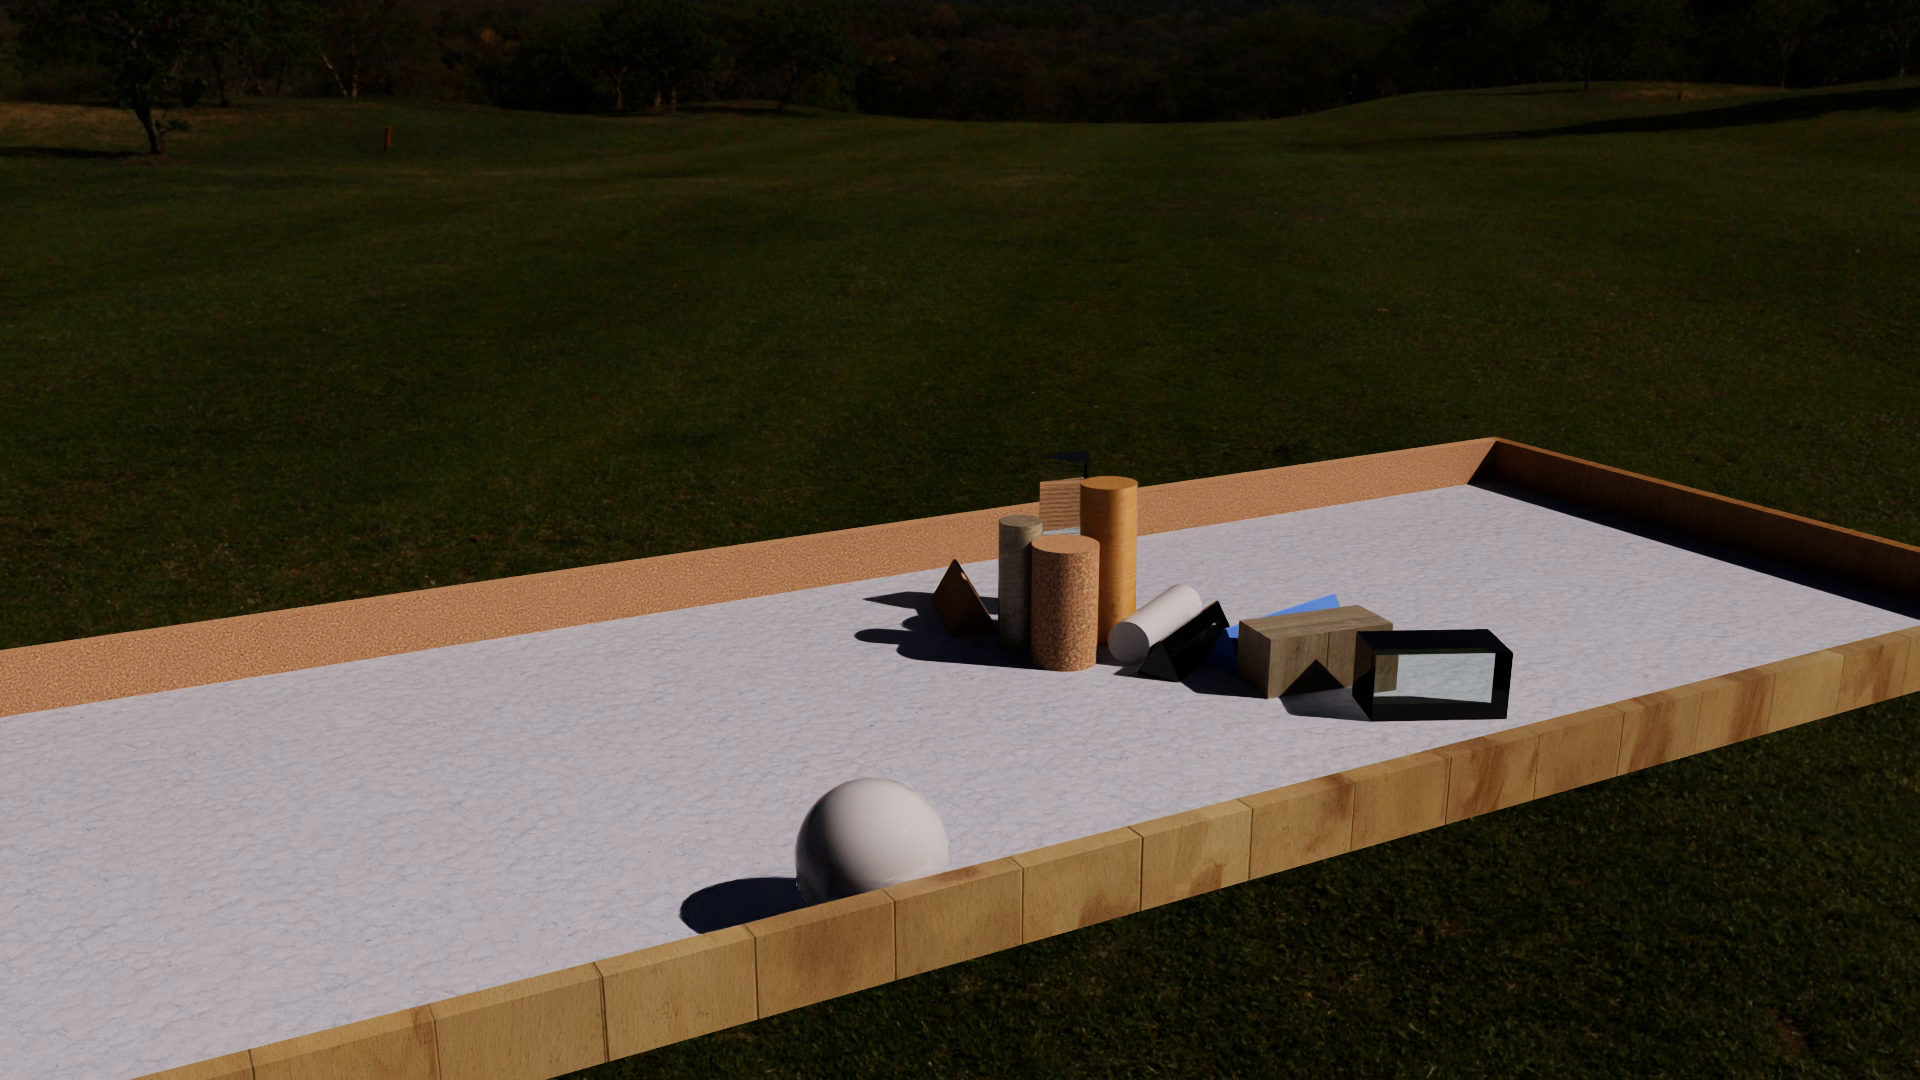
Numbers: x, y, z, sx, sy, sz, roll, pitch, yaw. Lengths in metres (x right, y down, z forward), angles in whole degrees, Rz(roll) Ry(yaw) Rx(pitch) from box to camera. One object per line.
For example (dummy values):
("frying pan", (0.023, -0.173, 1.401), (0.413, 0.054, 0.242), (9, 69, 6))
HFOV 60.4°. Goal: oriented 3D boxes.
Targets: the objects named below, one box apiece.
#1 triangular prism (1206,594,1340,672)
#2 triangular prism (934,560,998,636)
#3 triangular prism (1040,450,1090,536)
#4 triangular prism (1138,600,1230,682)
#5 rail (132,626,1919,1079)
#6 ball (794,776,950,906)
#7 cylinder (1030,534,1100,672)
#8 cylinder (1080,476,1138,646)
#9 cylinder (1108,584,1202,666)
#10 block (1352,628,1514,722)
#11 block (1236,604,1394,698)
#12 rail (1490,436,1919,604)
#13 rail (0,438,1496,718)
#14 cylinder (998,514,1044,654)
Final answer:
("triangular prism", (0.845, 0.238, 4.344), (0.443, 0.108, 0.125), (-13, 21, -38))
("triangular prism", (0.012, 0.156, 4.610), (0.132, 0.114, 0.337), (-3, 17, -8))
("triangular prism", (0.318, -0.018, 4.614), (0.151, 0.452, 0.131), (10, 19, 30))
("triangular prism", (0.596, 0.255, 4.302), (0.114, 0.099, 0.372), (10, 19, 29))
("rail", (-2.336, 1.006, 1.665), (12.000, 0.150, 0.050), (-9, 18, -27))
("ball", (-0.158, 0.563, 2.949), (0.277, 0.277, 0.277), (0, 16, 0))
("cylinder", (0.269, 0.161, 4.248), (0.173, 0.316, 0.173), (0, 16, 0))
("cylinder", (0.396, 0.056, 4.399), (0.151, 0.429, 0.151), (-1, 16, 0))
("cylinder", (0.523, 0.222, 4.391), (0.118, 0.118, 0.361), (9, 19, 28))
("block", (1.129, 0.323, 3.958), (0.325, 0.168, 0.168), (-1, 16, -3))
("block", (0.888, 0.278, 4.137), (0.348, 0.154, 0.154), (-6, 17, -19))
("rail", (2.466, -0.048, 5.253), (0.050, 0.150, 2.100), (-9, 18, -27))
("rail", (-3.305, 0.497, 3.399), (12.000, 0.150, 0.050), (-9, 18, -27))
("cylinder", (0.158, 0.117, 4.340), (0.116, 0.348, 0.116), (0, 16, 0))
